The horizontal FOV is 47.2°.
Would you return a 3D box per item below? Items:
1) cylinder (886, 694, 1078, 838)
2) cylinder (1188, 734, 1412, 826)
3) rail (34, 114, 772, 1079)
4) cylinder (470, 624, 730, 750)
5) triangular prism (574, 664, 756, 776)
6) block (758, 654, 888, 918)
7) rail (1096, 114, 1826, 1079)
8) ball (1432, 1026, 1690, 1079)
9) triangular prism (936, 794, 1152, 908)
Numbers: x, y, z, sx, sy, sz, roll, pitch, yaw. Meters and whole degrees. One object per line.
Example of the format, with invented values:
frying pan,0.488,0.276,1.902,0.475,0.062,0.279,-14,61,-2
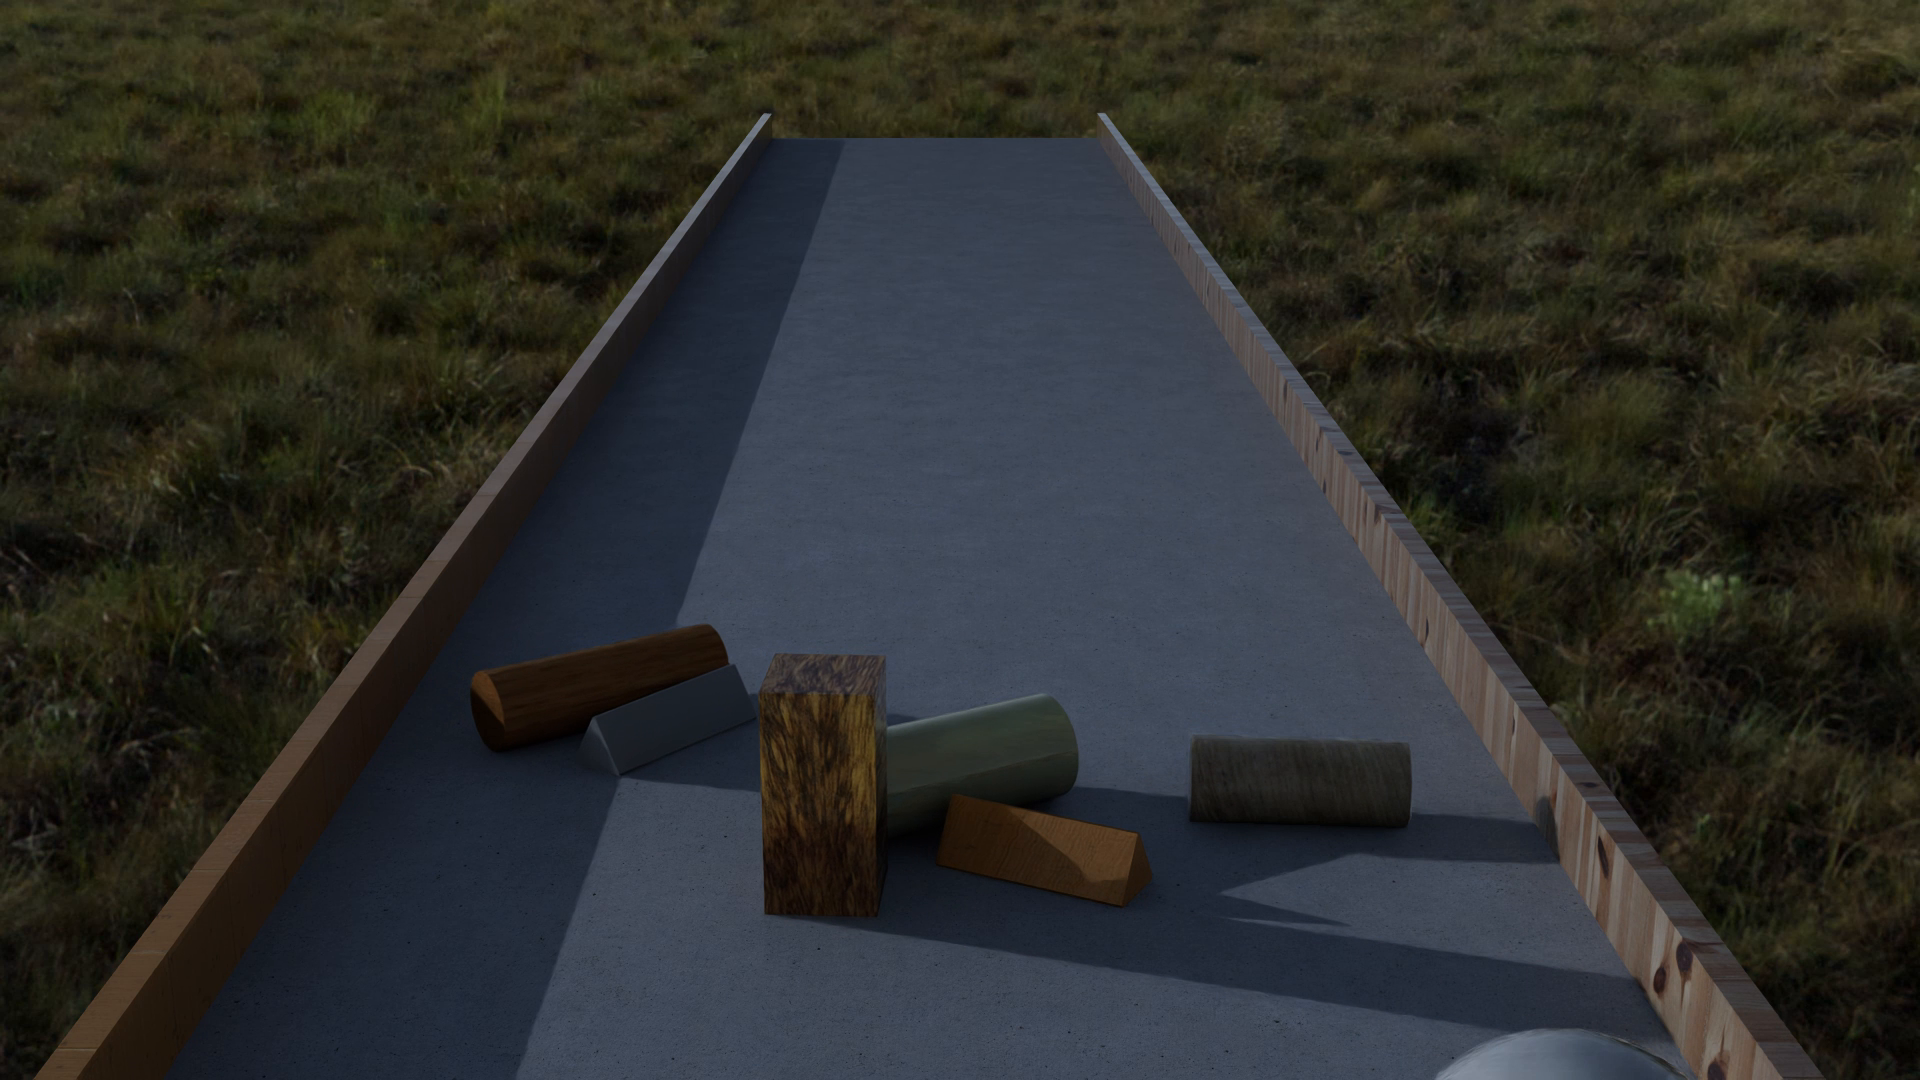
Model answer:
cylinder,-0.032,0.380,3.636,0.432,0.178,0.178,-10,19,-30
cylinder,0.560,0.398,3.643,0.355,0.141,0.141,1,17,4
rail,-1.118,-0.838,7.780,0.050,0.150,12.000,0,17,-1
cylinder,-0.661,0.268,4.066,0.456,0.147,0.147,-12,20,-34
triangular prism,-0.531,0.316,3.986,0.111,0.096,0.352,12,20,36
block,-0.205,0.372,3.350,0.171,0.357,0.171,1,17,4
rail,0.932,-0.844,7.801,0.050,0.150,12.000,0,17,-1
ball,0.624,0.690,2.256,0.371,0.371,0.371,0,17,0
triangular prism,0.131,0.474,3.447,0.323,0.100,0.116,9,19,27
